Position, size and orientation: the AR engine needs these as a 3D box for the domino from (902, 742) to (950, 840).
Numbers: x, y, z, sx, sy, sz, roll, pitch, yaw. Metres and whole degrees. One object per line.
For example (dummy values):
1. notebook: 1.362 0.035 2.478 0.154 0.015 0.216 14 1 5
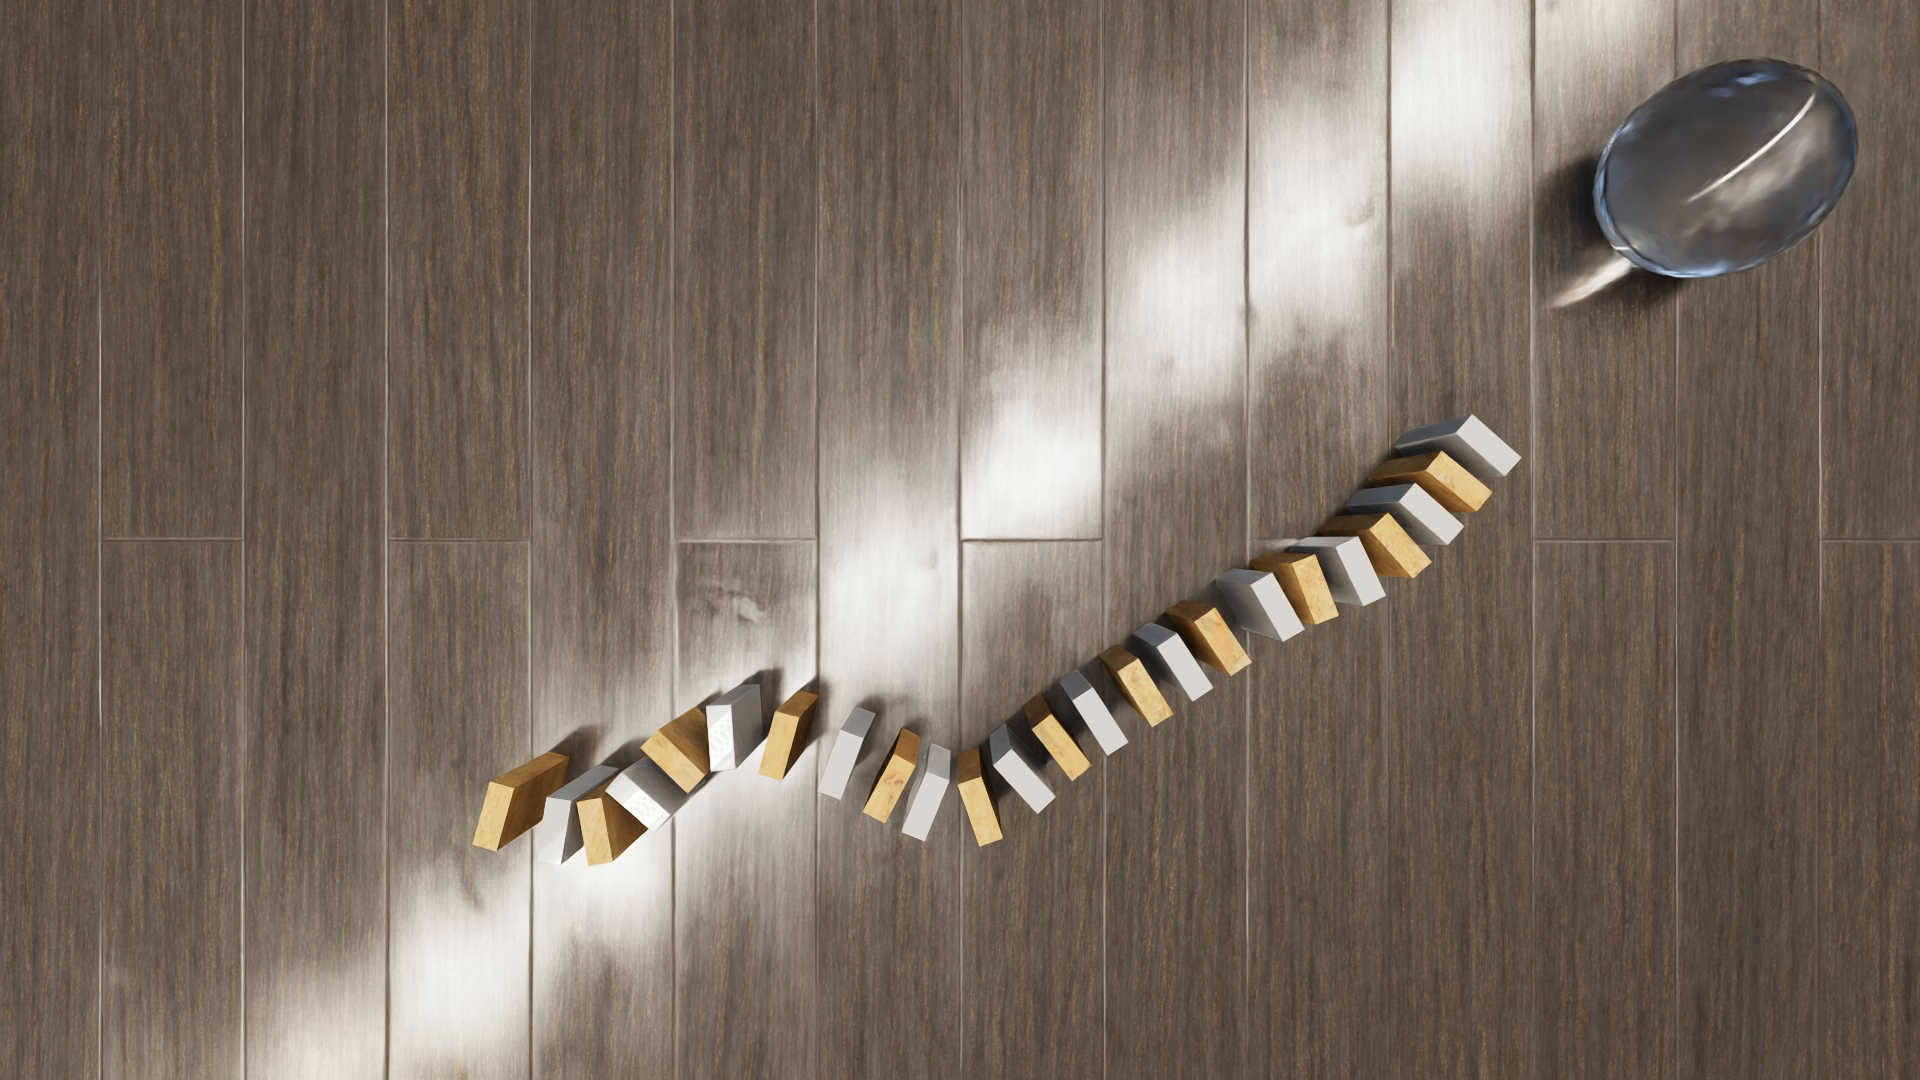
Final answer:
1. domino: -0.013 0.102 0.375 0.010 0.050 0.025 22 90 0

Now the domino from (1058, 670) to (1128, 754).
1. domino: 0.054 0.069 0.375 0.010 0.050 0.025 -33 90 0

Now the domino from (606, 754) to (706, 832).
1. domino: -0.123 0.100 0.375 0.025 0.050 0.009 41 90 0

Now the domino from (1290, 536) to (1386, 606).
1. domino: 0.153 0.012 0.375 0.009 0.050 0.025 -25 90 0

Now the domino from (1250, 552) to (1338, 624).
1. domino: 0.136 0.019 0.375 0.009 0.050 0.025 -21 90 0

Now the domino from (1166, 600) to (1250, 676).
1. domino: 0.100 0.039 0.375 0.010 0.050 0.025 -34 90 0

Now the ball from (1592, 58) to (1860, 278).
1. ball: 0.297 -0.144 0.360 0.080 0.080 0.080 0 90 0

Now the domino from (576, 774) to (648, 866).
1. domino: -0.140 0.112 0.375 0.010 0.050 0.025 -10 90 0

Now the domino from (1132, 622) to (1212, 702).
1. domino: 0.086 0.049 0.375 0.009 0.050 0.025 -33 90 0

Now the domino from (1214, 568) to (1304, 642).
1. domino: 0.121 0.026 0.375 0.009 0.050 0.025 -30 90 0

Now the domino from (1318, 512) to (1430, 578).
1. domino: 0.168 0.002 0.375 0.010 0.050 0.025 -41 90 0

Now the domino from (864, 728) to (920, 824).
1. domino: -0.027 0.095 0.375 0.009 0.050 0.025 28 90 0

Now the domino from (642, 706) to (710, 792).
1. domino: -0.110 0.085 0.375 0.025 0.050 0.009 44 90 0

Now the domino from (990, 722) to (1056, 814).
1. domino: 0.025 0.092 0.375 0.010 0.050 0.025 -43 90 0

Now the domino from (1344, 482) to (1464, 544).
1. domino: 0.180 -0.010 0.375 0.025 0.050 0.009 42 90 0

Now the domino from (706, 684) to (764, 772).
1. domino: -0.091 0.076 0.375 0.010 0.050 0.025 -4 90 0

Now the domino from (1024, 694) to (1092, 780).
1. domino: 0.039 0.079 0.375 0.010 0.050 0.025 -38 90 0

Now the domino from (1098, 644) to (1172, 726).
1. domino: 0.071 0.058 0.375 0.010 0.050 0.025 -32 90 0

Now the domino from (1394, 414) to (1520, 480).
1. domino: 0.202 -0.036 0.375 0.025 0.050 0.009 41 90 0

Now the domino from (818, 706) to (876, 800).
1. domino: -0.046 0.086 0.375 0.010 0.050 0.025 21 90 0

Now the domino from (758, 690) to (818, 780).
1. domino: -0.069 0.079 0.375 0.010 0.050 0.025 15 90 0

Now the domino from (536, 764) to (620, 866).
1. domino: -0.155 0.111 0.375 0.009 0.050 0.025 9 90 0

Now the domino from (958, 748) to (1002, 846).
1. domino: 0.008 0.104 0.375 0.009 0.050 0.025 -19 90 0

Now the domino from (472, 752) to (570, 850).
1. domino: -0.178 0.106 0.375 0.010 0.050 0.025 16 90 0

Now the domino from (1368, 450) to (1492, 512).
1. domino: 0.191 -0.023 0.375 0.025 0.050 0.009 39 90 0
